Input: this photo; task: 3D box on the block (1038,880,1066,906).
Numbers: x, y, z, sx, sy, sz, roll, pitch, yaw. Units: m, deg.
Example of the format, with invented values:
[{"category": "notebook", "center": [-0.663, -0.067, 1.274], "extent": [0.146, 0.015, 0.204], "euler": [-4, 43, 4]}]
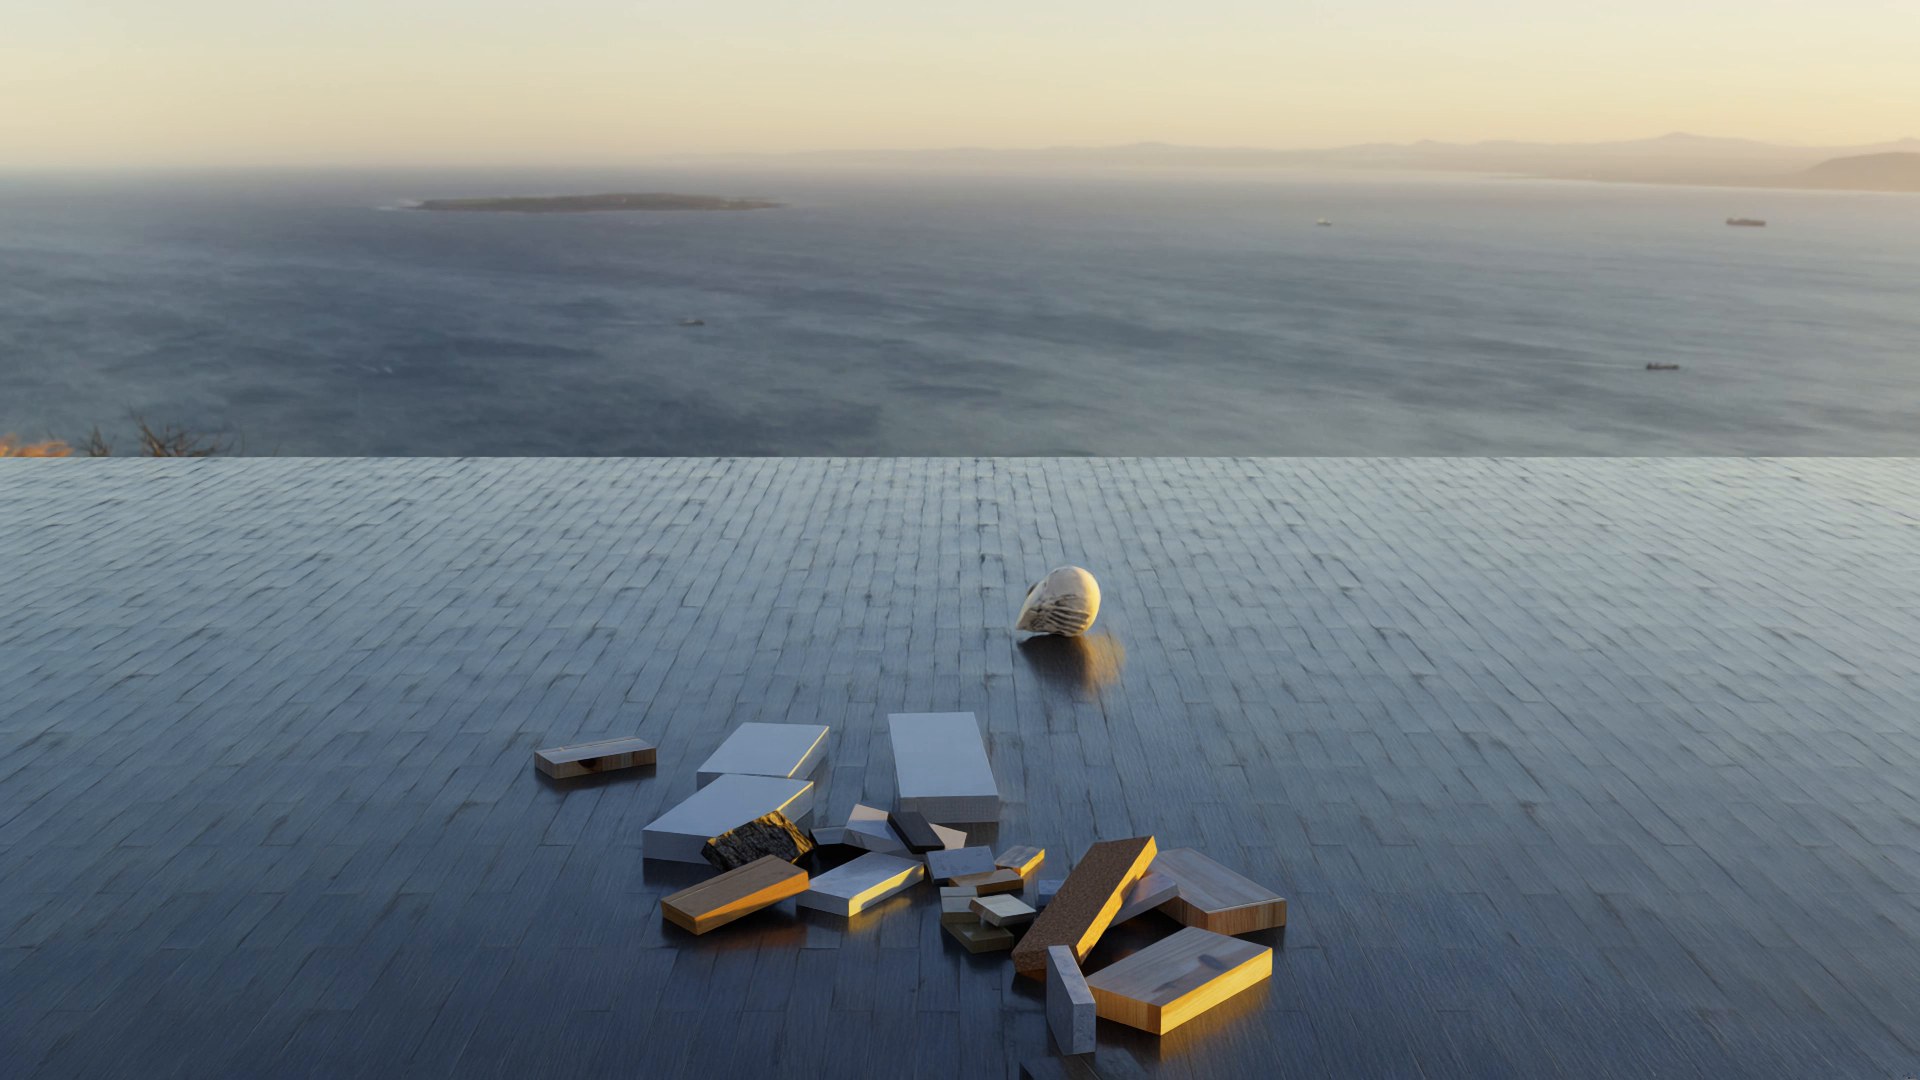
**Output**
[{"category": "block", "center": [0.200, 0.585, 3.643], "extent": [0.139, 0.020, 0.069], "euler": [0, 11, 2]}]

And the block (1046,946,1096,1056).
[{"category": "block", "center": [0.153, 0.651, 3.046], "extent": [0.030, 0.107, 0.214], "euler": [-1, 11, -7]}]

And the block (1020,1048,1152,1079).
[{"category": "block", "center": [0.215, 0.745, 2.718], "extent": [0.148, 0.042, 0.453], "euler": [-3, 11, -17]}]

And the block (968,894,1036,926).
[{"category": "block", "center": [0.068, 0.590, 3.505], "extent": [0.059, 0.017, 0.119], "euler": [27, 10, 29]}]

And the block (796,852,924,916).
[{"category": "block", "center": [-0.166, 0.573, 3.676], "extent": [0.108, 0.031, 0.216], "euler": [7, 12, 32]}]

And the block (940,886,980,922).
[{"category": "block", "center": [0.000, 0.586, 3.537], "extent": [0.059, 0.017, 0.119], "euler": [-1, 11, -3]}]

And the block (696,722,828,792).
[{"category": "block", "center": [-0.386, 0.436, 4.357], "extent": [0.180, 0.051, 0.359], "euler": [2, 11, 9]}]

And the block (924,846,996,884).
[{"category": "block", "center": [0.002, 0.553, 3.744], "extent": [0.113, 0.016, 0.056], "euler": [-3, 47, -18]}]

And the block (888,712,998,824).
[{"category": "block", "center": [-0.040, 0.442, 4.329], "extent": [0.180, 0.051, 0.590], "euler": [-1, 11, -4]}]

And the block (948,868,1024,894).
[{"category": "block", "center": [0.044, 0.576, 3.699], "extent": [0.113, 0.016, 0.056], "euler": [-5, 11, -23]}]

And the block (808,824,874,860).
[{"category": "block", "center": [-0.160, 0.532, 3.905], "extent": [0.202, 0.029, 0.101], "euler": [-3, 11, -14]}]

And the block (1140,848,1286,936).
[{"category": "block", "center": [0.392, 0.578, 3.619], "extent": [0.148, 0.042, 0.295], "euler": [-5, 12, -26]}]

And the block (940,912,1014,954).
[{"category": "block", "center": [0.027, 0.616, 3.476], "extent": [0.069, 0.020, 0.139], "euler": [-4, 11, -21]}]

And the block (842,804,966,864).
[{"category": "block", "center": [-0.096, 0.518, 3.822], "extent": [0.202, 0.029, 0.101], "euler": [14, 19, 4]}]

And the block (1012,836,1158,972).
[{"category": "block", "center": [0.204, 0.574, 3.506], "extent": [0.107, 0.030, 0.445], "euler": [-11, 10, 23]}]

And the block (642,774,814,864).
[{"category": "block", "center": [-0.416, 0.505, 3.989], "extent": [0.180, 0.051, 0.359], "euler": [3, 11, 17]}]

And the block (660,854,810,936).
[{"category": "block", "center": [-0.365, 0.575, 3.577], "extent": [0.216, 0.031, 0.108], "euler": [-18, 19, -35]}]

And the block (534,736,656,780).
[{"category": "block", "center": [-0.732, 0.436, 4.417], "extent": [0.216, 0.031, 0.108], "euler": [-7, 12, -32]}]

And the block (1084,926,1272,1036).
[{"category": "block", "center": [0.319, 0.647, 3.248], "extent": [0.148, 0.042, 0.295], "euler": [9, 14, 39]}]

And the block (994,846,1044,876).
[{"category": "block", "center": [0.100, 0.556, 3.809], "extent": [0.056, 0.016, 0.112], "euler": [4, 11, 22]}]

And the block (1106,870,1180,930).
[{"category": "block", "center": [0.278, 0.580, 3.544], "extent": [0.139, 0.020, 0.069], "euler": [-23, 16, -13]}]

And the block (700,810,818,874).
[{"category": "block", "center": [-0.343, 0.532, 3.771], "extent": [0.101, 0.029, 0.202], "euler": [39, 26, 19]}]

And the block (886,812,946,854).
[{"category": "block", "center": [-0.076, 0.506, 3.798], "extent": [0.059, 0.017, 0.119], "euler": [3, 21, -26]}]
